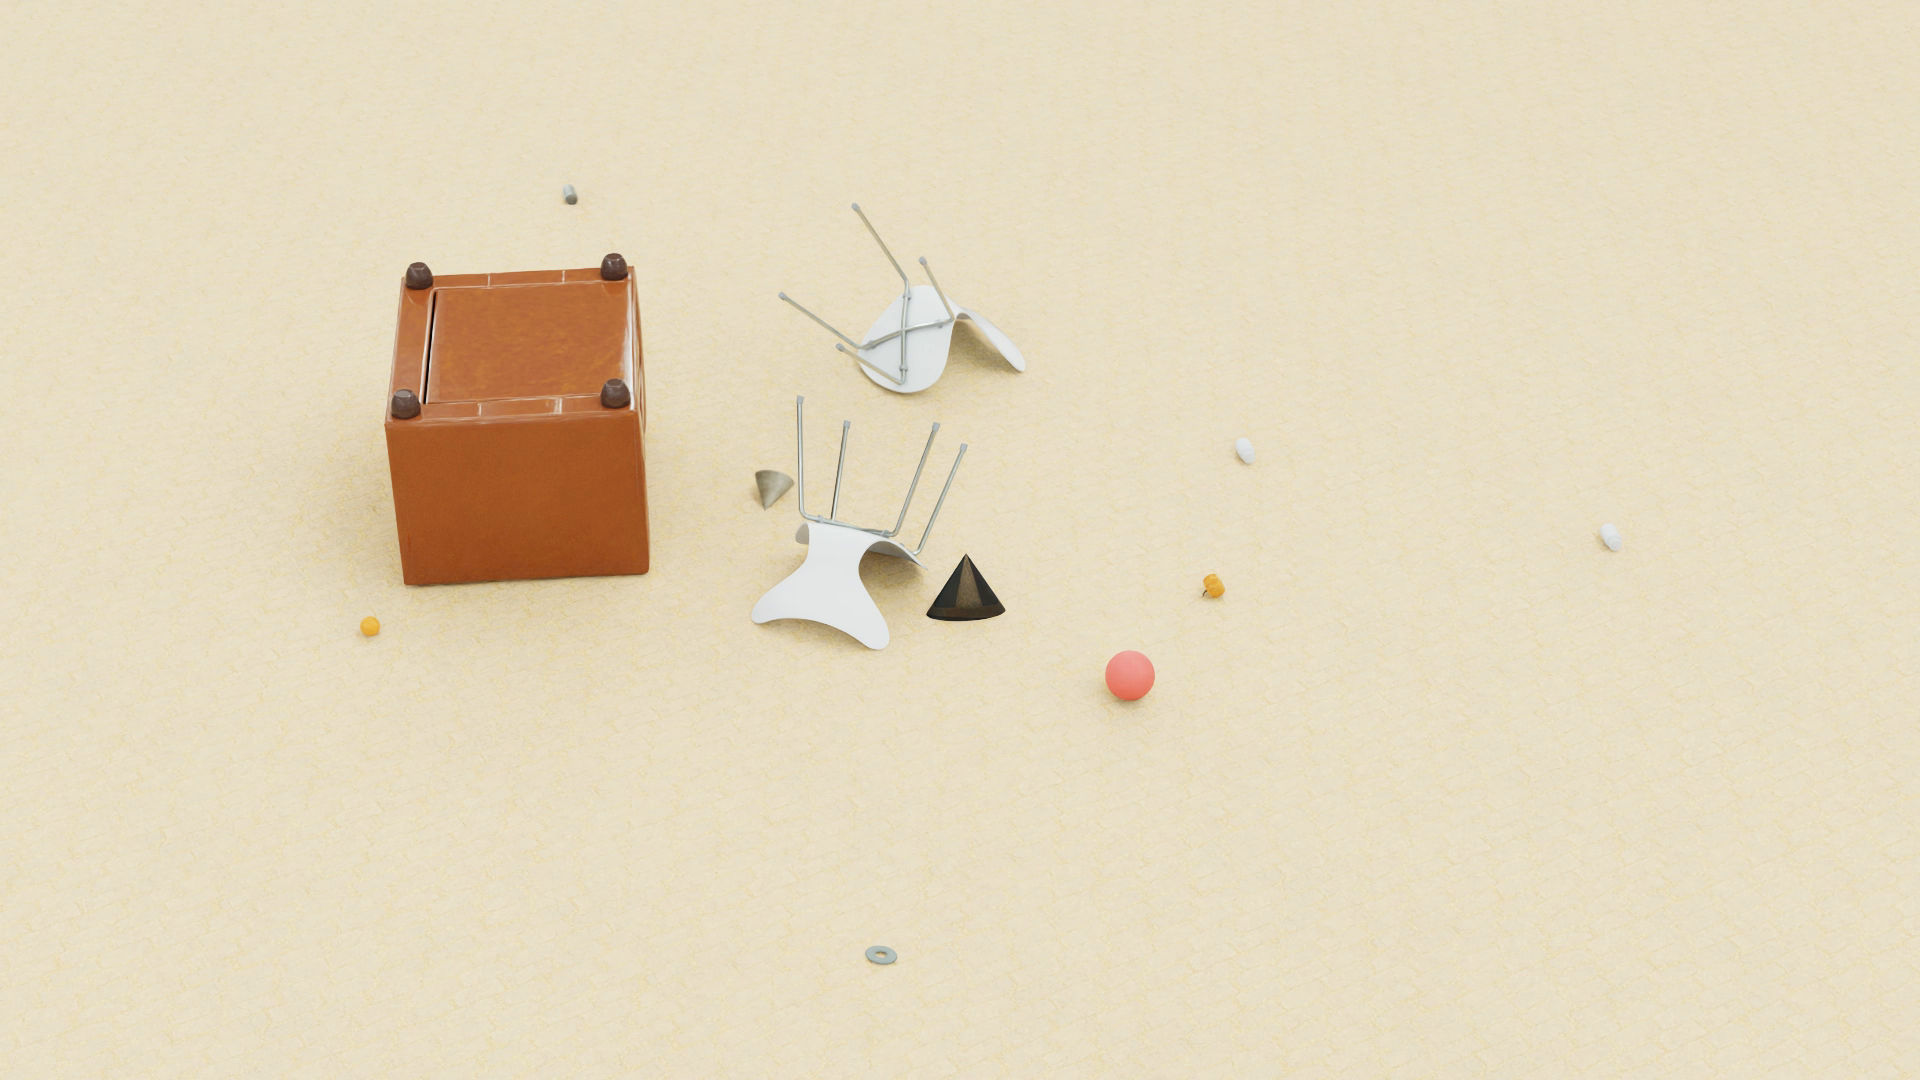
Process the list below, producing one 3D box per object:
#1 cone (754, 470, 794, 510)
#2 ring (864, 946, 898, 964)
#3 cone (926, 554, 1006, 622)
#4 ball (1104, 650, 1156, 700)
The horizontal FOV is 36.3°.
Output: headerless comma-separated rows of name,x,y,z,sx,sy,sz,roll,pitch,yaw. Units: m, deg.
cone,-0.724,-0.170,11.153,0.159,0.114,0.155,11,55,7
ring,-0.242,1.273,8.998,0.103,0.016,0.078,13,36,19
cone,0.022,0.152,10.481,0.289,0.256,0.115,-3,33,-5
ball,0.585,0.465,10.081,0.173,0.173,0.173,0,33,0
